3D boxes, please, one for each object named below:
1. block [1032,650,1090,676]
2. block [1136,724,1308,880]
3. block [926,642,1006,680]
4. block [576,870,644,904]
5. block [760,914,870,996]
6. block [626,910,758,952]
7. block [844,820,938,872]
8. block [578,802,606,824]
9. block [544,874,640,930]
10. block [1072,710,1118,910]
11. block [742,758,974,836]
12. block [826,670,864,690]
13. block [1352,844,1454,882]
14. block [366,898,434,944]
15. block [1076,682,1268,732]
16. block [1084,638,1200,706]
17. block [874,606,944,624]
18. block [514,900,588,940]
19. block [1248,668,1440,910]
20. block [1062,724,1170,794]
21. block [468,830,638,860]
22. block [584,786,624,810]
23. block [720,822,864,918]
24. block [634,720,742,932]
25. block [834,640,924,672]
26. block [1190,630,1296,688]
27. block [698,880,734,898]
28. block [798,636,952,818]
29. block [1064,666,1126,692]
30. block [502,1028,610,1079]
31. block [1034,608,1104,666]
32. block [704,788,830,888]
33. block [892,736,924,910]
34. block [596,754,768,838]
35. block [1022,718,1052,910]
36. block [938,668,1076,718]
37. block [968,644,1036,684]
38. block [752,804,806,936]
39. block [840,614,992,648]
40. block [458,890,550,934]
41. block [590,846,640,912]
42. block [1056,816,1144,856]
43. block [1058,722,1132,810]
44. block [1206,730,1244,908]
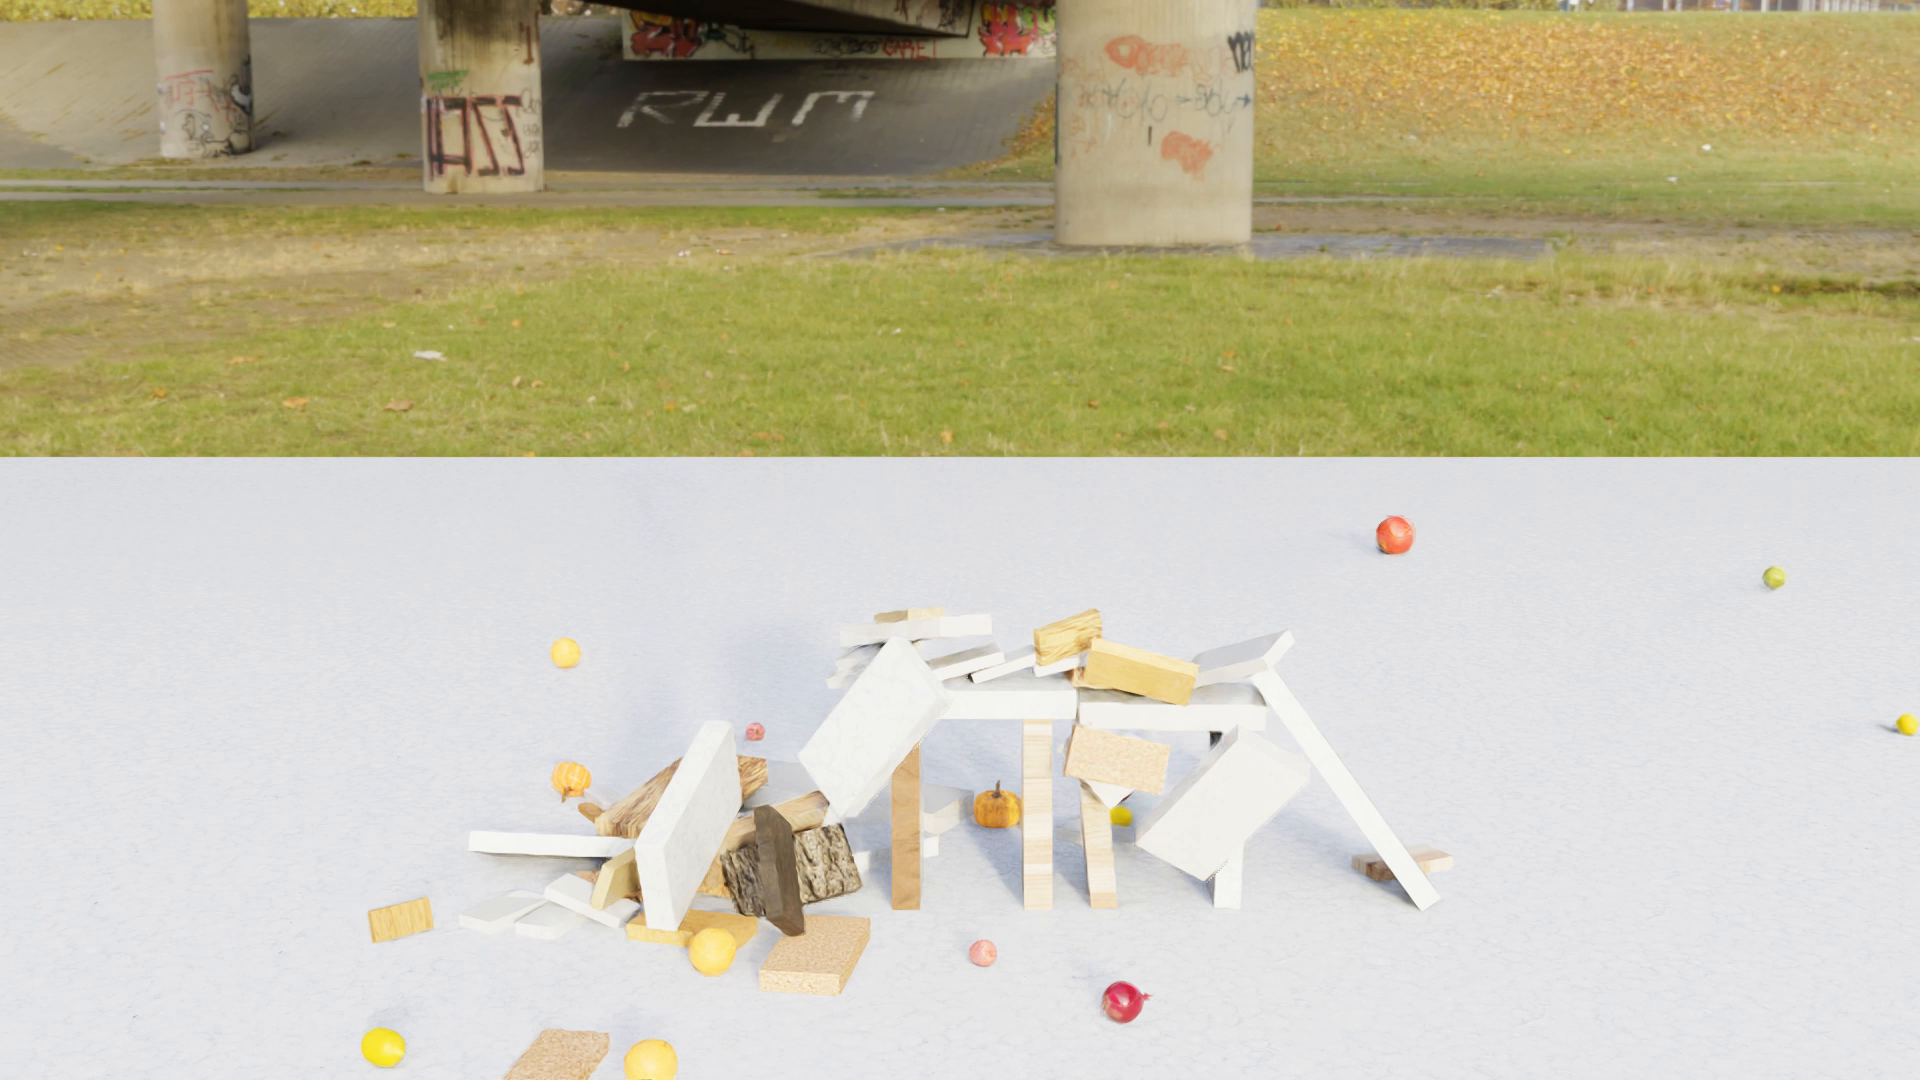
[{"bbox_3d":[0.178,0.194,3.593,0.120,0.017,0.060,-13,13,-1],"label":"block"},{"bbox_3d":[0.409,0.415,3.455,0.135,0.269,0.038,30,32,-16],"label":"block"},{"bbox_3d":[0.000,0.202,3.595,0.140,0.020,0.070,-15,12,-4],"label":"block"},{"bbox_3d":[-0.569,0.578,3.658,0.152,0.022,0.076,1,16,4],"label":"block"},{"bbox_3d":[-0.219,0.631,3.355,0.120,0.034,0.240,2,11,8],"label":"block"},{"bbox_3d":[-0.422,0.613,3.472,0.184,0.026,0.092,3,11,18],"label":"block"},{"bbox_3d":[-0.171,0.540,3.845,0.240,0.034,0.120,-7,13,-34],"label":"block"},{"bbox_3d":[-0.669,0.506,4.082,0.050,0.014,0.100,-6,12,-29],"label":"block"},{"bbox_3d":[-0.594,0.583,3.552,0.139,0.020,0.069,20,16,16],"label":"block"},{"bbox_3d":[0.222,0.441,3.642,0.043,0.301,0.150,-5,10,1],"label":"block"},{"bbox_3d":[-0.218,0.482,4.128,0.467,0.046,0.162,5,12,27],"label":"block"},{"bbox_3d":[-0.144,0.215,3.619,0.139,0.020,0.070,-12,11,29],"label":"block"},{"bbox_3d":[0.763,0.556,3.792,0.157,0.022,0.078,-5,12,-26],"label":"block"},{"bbox_3d":[-0.883,0.600,3.473,0.100,0.050,0.014,-9,-4,-40],"label":"block"},{"bbox_3d":[0.344,0.272,3.612,0.301,0.043,0.150,1,11,1],"label":"block"},{"bbox_3d":[0.288,0.211,3.511,0.172,0.086,0.024,15,52,4],"label":"block"},{"bbox_3d":[-0.085,0.126,3.634,0.065,0.018,0.130,-3,-4,-27],"label":"block"},{"bbox_3d":[-0.647,0.605,3.532,0.069,0.020,0.139,4,11,21],"label":"block"},{"bbox_3d":[0.620,0.389,3.607,0.038,0.491,0.135,-36,10,5],"label":"block"},{"bbox_3d":[0.246,0.346,3.455,0.157,0.078,0.022,13,-6,-9],"label":"block"},{"bbox_3d":[-0.631,0.530,3.780,0.399,0.034,0.120,1,-12,8],"label":"block"},{"bbox_3d":[-0.663,0.484,4.122,0.050,0.014,0.100,-4,11,-32],"label":"block"},{"bbox_3d":[-0.275,0.544,3.609,0.226,0.113,0.032,-9,-18,-39],"label":"block"},{"bbox_3d":[-0.421,0.443,3.445,0.046,0.162,0.323,4,32,13],"label":"block"},{"bbox_3d":[-0.133,0.191,3.622,0.140,0.020,0.070,-8,13,43],"label":"block"},{"bbox_3d":[0.444,0.196,3.568,0.198,0.024,0.086,-19,15,47],"label":"block"},{"bbox_3d":[-0.431,0.564,3.662,0.152,0.022,0.076,11,9,-7],"label":"block"},{"bbox_3d":[-0.137,0.297,3.480,0.038,0.269,0.135,8,36,-52],"label":"block"},{"bbox_3d":[0.262,0.225,3.607,0.172,0.024,0.086,7,11,-9],"label":"block"},{"bbox_3d":[-0.544,0.709,2.959,0.092,0.026,0.184,2,11,8],"label":"block"},{"bbox_3d":[0.177,0.158,3.574,0.120,0.060,0.017,-19,25,-26],"label":"block"},{"bbox_3d":[-0.322,0.496,3.669,0.226,0.113,0.032,-16,48,-45],"label":"block"},{"bbox_3d":[-0.086,0.431,3.641,0.046,0.323,0.162,0,11,1],"label":"block"},{"bbox_3d":[-0.506,0.475,4.027,0.162,0.046,0.323,5,20,26],"label":"block"},{"bbox_3d":[0.127,0.431,3.640,0.046,0.323,0.162,0,11,0],"label":"block"},{"bbox_3d":[0.024,0.250,3.605,0.323,0.046,0.162,0,11,0],"label":"block"},{"bbox_3d":[0.074,0.202,3.595,0.120,0.017,0.060,-18,12,-4],"label":"block"},{"bbox_3d":[-0.278,0.508,3.380,0.026,0.184,0.092,-17,-31,11],"label":"block"},{"bbox_3d":[-0.075,0.149,3.620,0.113,0.032,0.249,-2,-4,-43],"label":"block"},{"bbox_3d":[-0.735,0.601,3.557,0.069,0.020,0.139,7,12,32],"label":"block"},{"bbox_3d":[-0.543,0.541,3.563,0.022,0.076,0.152,24,16,15],"label":"block"},{"bbox_3d":[0.259,0.530,3.934,0.157,0.022,0.078,8,13,36],"label":"block"},{"bbox_3d":[0.221,0.358,3.493,0.065,0.130,0.018,-40,9,3],"label":"block"},{"bbox_3d":[0.440,0.441,3.643,0.043,0.301,0.150,1,11,0],"label":"block"}]
